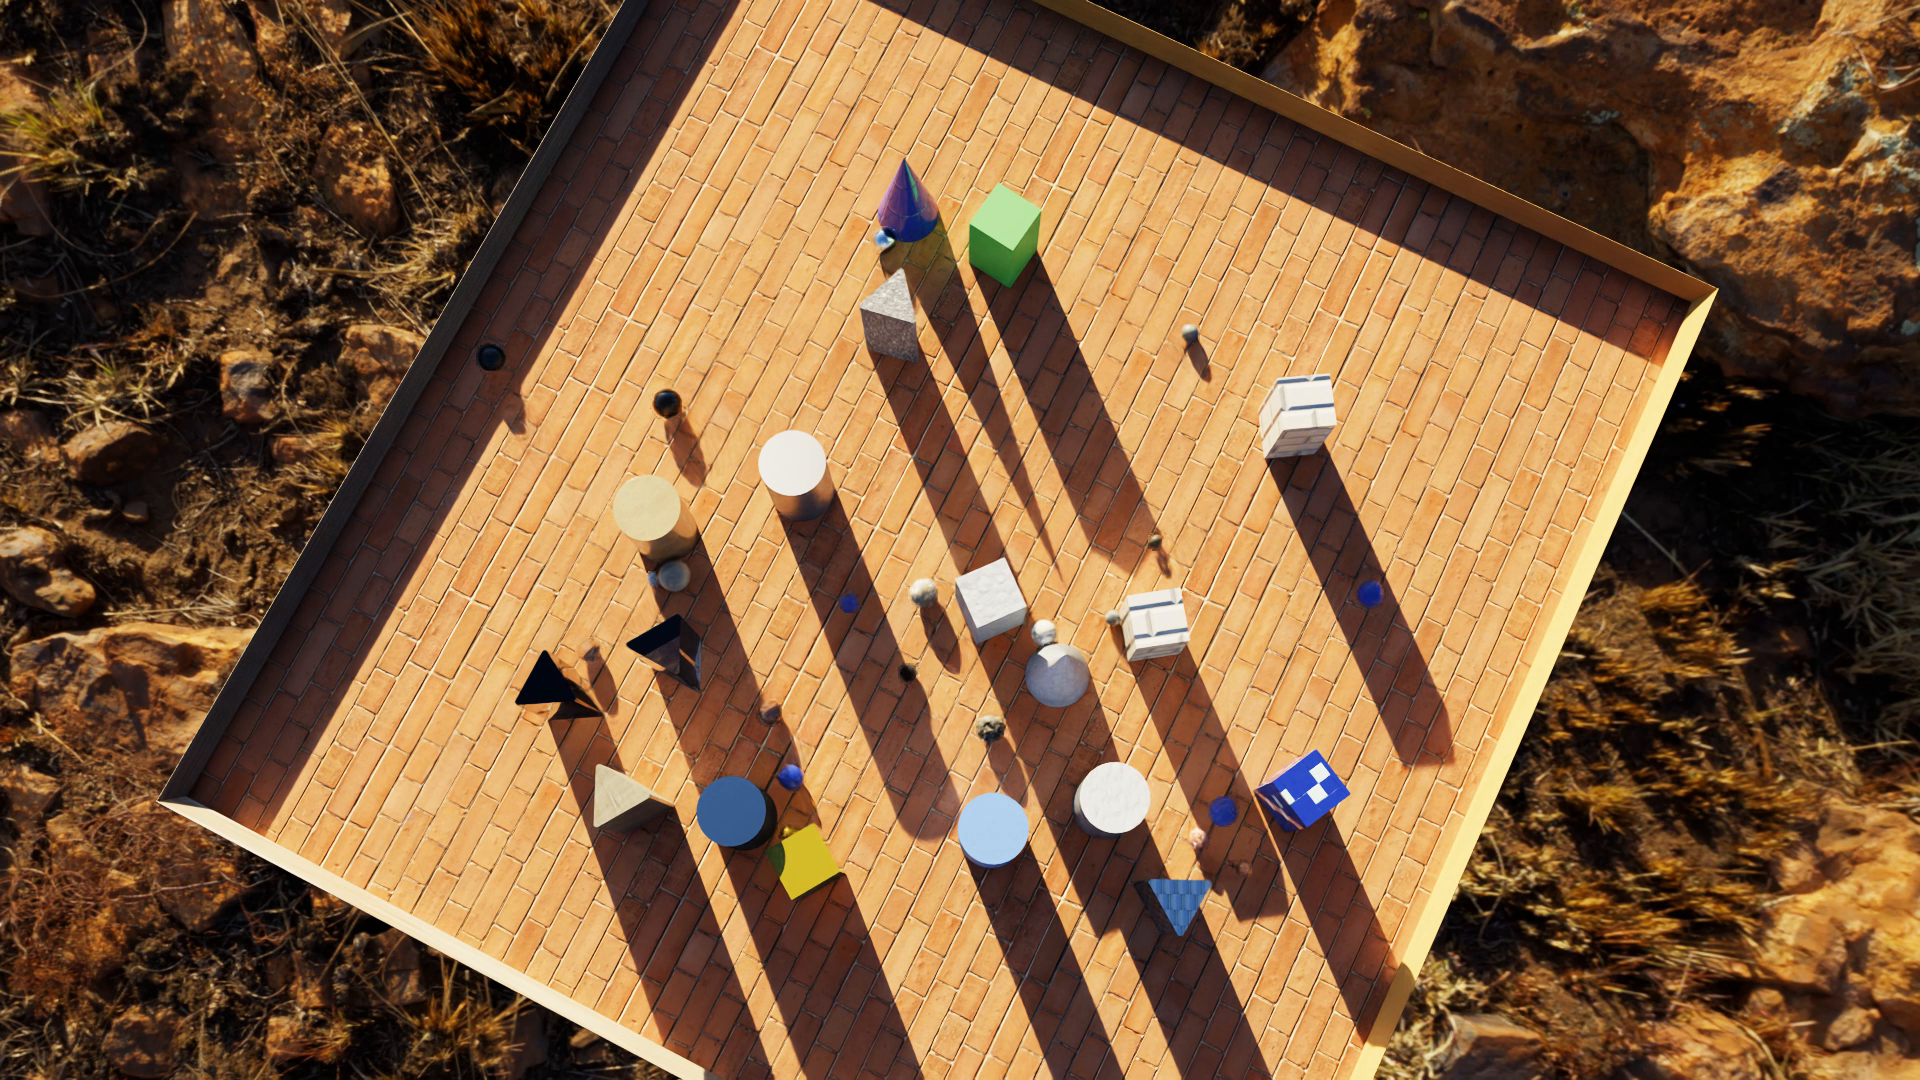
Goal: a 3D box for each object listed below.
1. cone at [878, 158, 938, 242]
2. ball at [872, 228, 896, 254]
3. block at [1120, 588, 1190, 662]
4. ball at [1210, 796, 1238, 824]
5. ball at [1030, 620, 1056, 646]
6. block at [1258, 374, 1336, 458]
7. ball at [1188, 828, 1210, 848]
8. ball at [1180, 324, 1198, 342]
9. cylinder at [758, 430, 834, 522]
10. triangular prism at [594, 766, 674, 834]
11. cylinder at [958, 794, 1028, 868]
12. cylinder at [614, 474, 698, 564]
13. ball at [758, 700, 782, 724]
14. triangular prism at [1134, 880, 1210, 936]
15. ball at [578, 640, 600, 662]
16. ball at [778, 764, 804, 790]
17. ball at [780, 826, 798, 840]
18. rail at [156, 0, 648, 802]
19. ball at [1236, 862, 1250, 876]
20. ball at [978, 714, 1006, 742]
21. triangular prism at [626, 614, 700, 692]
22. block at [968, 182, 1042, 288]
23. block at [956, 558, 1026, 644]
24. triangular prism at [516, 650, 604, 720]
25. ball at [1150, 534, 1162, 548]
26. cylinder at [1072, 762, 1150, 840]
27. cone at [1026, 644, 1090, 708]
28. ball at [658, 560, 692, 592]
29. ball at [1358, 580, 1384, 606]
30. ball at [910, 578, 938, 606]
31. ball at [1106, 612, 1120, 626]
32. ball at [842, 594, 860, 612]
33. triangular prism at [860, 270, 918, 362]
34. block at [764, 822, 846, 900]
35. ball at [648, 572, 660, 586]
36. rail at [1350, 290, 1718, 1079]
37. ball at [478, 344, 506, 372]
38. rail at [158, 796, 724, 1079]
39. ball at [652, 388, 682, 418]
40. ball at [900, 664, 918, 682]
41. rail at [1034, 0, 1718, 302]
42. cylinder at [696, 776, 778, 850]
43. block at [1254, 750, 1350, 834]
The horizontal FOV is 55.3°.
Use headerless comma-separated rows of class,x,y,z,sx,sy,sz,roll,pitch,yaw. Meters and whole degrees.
cone,-0.165,-1.083,5.617,0.195,0.438,0.195,0,78,0
ball,-0.239,-0.943,5.772,0.078,0.078,0.078,0,78,0
block,0.572,0.253,5.422,0.156,0.278,0.156,-9,78,-2
ball,0.778,0.798,5.410,0.082,0.082,0.082,0,78,0
ball,0.253,0.279,5.519,0.078,0.078,0.078,0,78,0
block,1.012,-0.370,5.517,0.156,0.344,0.156,-5,78,-1
ball,0.705,0.880,5.404,0.059,0.059,0.059,0,78,0
ball,0.718,-0.647,5.722,0.055,0.055,0.055,0,78,0
cylinder,-0.486,-0.188,5.477,0.195,0.350,0.195,0,78,0
triangular prism,-0.959,0.724,5.239,0.169,0.445,0.146,-29,80,-6
cylinder,0.092,0.835,5.245,0.195,0.390,0.195,0,78,0
cylinder,-0.903,-0.058,5.451,0.195,0.347,0.195,0,78,0
ball,-0.567,0.516,5.473,0.072,0.072,0.072,0,78,0
triangular prism,0.575,1.005,5.179,0.146,0.449,0.169,31,80,6
ball,-1.115,0.332,5.513,0.069,0.069,0.069,0,78,0
ball,-0.501,0.704,5.433,0.074,0.074,0.074,0,78,0
ball,-0.503,0.869,5.410,0.053,0.053,0.053,0,78,0
rail,-1.536,-0.746,5.705,0.045,0.127,3.495,26,80,5
ball,0.833,0.968,5.395,0.041,0.041,0.041,0,78,0
ball,0.093,0.561,5.458,0.084,0.084,0.084,0,78,0
triangular prism,-0.824,0.313,5.334,0.169,0.425,0.146,28,80,6
block,0.136,-0.933,5.639,0.156,0.334,0.156,33,80,6
block,0.089,0.183,5.417,0.156,0.316,0.156,-23,79,-5
triangular prism,-1.162,0.420,5.326,0.169,0.399,0.146,-4,78,-1
ball,0.598,0.005,5.595,0.040,0.040,0.040,0,78,0
cylinder,0.430,0.753,5.264,0.195,0.386,0.195,0,78,0
cone,0.294,0.363,5.314,0.195,0.446,0.195,0,78,0
ball,-0.863,0.108,5.544,0.098,0.098,0.098,0,78,0
ball,1.243,0.161,5.543,0.078,0.078,0.078,0,78,0
ball,-0.107,0.159,5.540,0.086,0.086,0.086,0,78,0
ball,0.464,0.238,5.544,0.046,0.046,0.046,0,78,0
ball,-0.333,0.189,5.550,0.054,0.054,0.054,0,78,0
triangular prism,-0.191,-0.687,5.556,0.169,0.398,0.146,17,79,3
block,-0.443,0.930,5.282,0.156,0.278,0.156,-30,80,-6
ball,-0.929,0.120,5.569,0.044,0.044,0.044,0,78,0
rail,1.536,0.759,5.394,0.045,0.127,3.495,26,80,5
ball,-1.455,-0.565,5.691,0.084,0.084,0.084,0,78,0
rail,-0.771,1.516,5.237,3.483,0.127,0.045,26,80,5
ball,-0.903,-0.421,5.657,0.092,0.092,0.092,0,78,0
ball,-0.155,0.400,5.507,0.052,0.052,0.052,0,78,0
rail,0.771,-1.503,5.862,3.483,0.127,0.045,26,80,5
cylinder,-0.640,0.791,5.286,0.195,0.326,0.195,0,78,0
block,0.982,0.727,5.286,0.156,0.353,0.156,-35,81,-7
